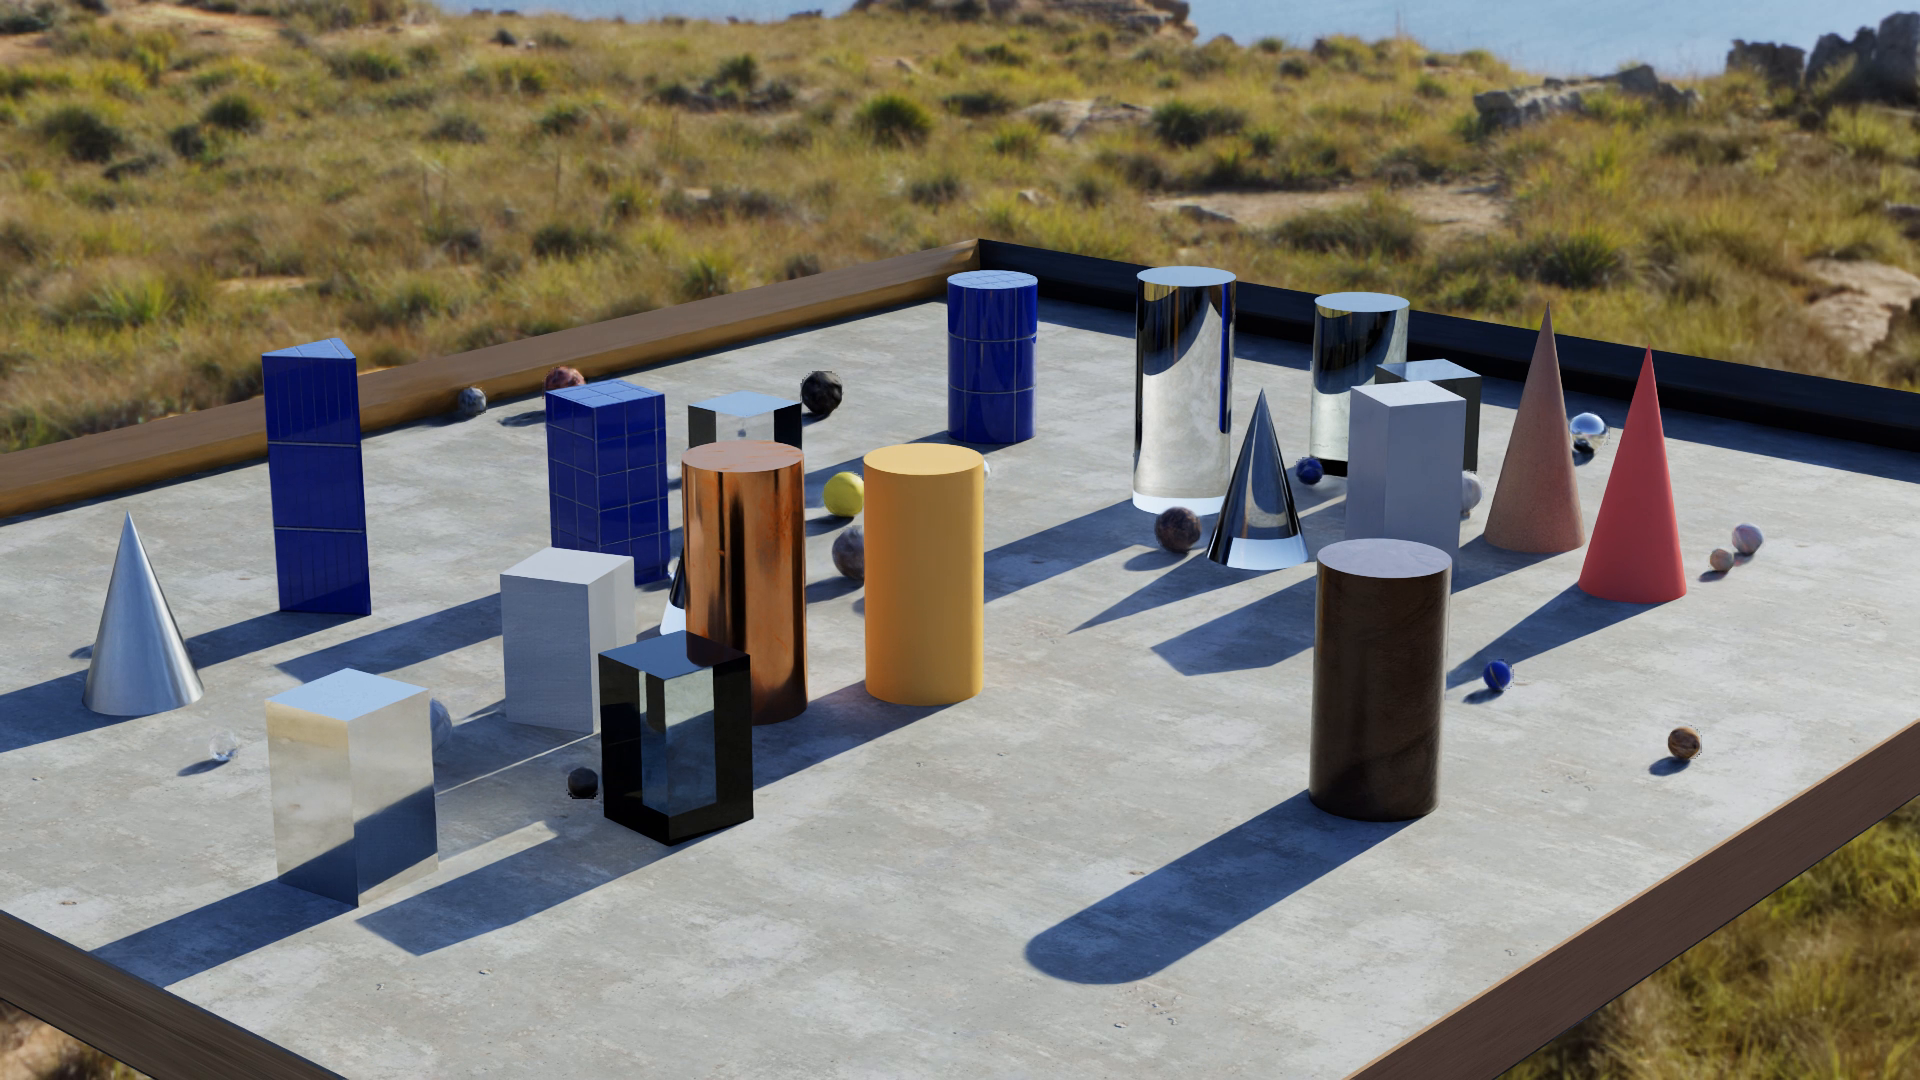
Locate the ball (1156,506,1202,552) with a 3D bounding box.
[{"bbox_3d":[0.401,-0.021,5.362,0.083,0.083,0.083,0,17,0],"label":"ball"}]

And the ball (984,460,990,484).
[{"bbox_3d":[0.026,-0.134,5.762,0.067,0.067,0.067,0,17,0],"label":"ball"}]

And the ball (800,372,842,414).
[{"bbox_3d":[-0.298,-0.318,6.329,0.091,0.091,0.091,0,17,0],"label":"ball"}]

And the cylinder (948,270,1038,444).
[{"bbox_3d":[0.067,-0.383,6.130,0.187,0.330,0.187,0,17,0],"label":"cylinder"}]

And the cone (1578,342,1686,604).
[{"bbox_3d":[1.184,-0.129,5.099,0.187,0.442,0.187,0,17,0],"label":"cone"}]

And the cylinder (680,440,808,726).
[{"bbox_3d":[-0.331,0.065,4.523,0.187,0.403,0.187,0,17,0],"label":"cylinder"}]

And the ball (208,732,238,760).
[{"bbox_3d":[-1.093,0.306,4.350,0.042,0.042,0.042,0,17,0],"label":"ball"}]

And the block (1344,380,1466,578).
[{"bbox_3d":[0.789,-0.102,5.209,0.150,0.327,0.150,-6,18,-18],"label":"block"}]

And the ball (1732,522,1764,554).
[{"bbox_3d":[1.437,-0.003,5.348,0.057,0.057,0.057,0,17,0],"label":"ball"}]

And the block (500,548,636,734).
[{"bbox_3d":[-0.601,0.153,4.519,0.150,0.238,0.150,6,18,20],"label":"block"}]

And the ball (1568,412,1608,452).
[{"bbox_3d":[1.288,-0.220,6.022,0.082,0.082,0.082,0,17,0],"label":"ball"}]

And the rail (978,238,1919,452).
[{"bbox_3d":[1.294,-0.401,6.547,3.342,0.122,0.045,14,22,39],"label":"rail"}]

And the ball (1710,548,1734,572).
[{"bbox_3d":[1.363,0.035,5.245,0.044,0.044,0.044,0,17,0],"label":"ball"}]

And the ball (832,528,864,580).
[{"bbox_3d":[-0.181,0.023,5.199,0.092,0.092,0.092,0,17,0],"label":"ball"}]

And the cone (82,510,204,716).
[{"bbox_3d":[-1.288,0.098,4.582,0.187,0.307,0.187,0,17,0],"label":"cone"}]

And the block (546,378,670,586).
[{"bbox_3d":[-0.621,-0.096,5.172,0.150,0.336,0.150,-14,22,-38],"label":"block"}]

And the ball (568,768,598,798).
[{"bbox_3d":[-0.541,0.348,4.207,0.044,0.044,0.044,0,17,0],"label":"ball"}]

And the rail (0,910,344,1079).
[{"bbox_3d":[-1.294,0.462,3.694,3.342,0.122,0.045,14,22,39],"label":"rail"}]

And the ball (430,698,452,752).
[{"bbox_3d":[-0.802,0.277,4.375,0.084,0.084,0.084,0,17,0],"label":"ball"}]

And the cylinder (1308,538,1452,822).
[{"bbox_3d":[0.595,0.197,4.160,0.187,0.361,0.187,0,17,0],"label":"cylinder"}]

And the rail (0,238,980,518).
[{"bbox_3d":[-1.244,-0.282,6.155,0.045,0.122,3.995,14,22,39],"label":"rail"}]

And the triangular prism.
[{"bbox_3d":[-1.078,-0.110,5.020,0.162,0.451,0.141,3,17,8],"label":"triangular prism"}]

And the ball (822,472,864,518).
[{"bbox_3d":[-0.218,-0.085,5.569,0.086,0.086,0.086,0,17,0],"label":"ball"}]

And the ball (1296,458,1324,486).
[{"bbox_3d":[0.690,-0.135,5.788,0.054,0.054,0.054,0,17,0],"label":"ball"}]

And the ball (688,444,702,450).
[{"bbox_3d":[-0.520,-0.158,5.845,0.066,0.066,0.066,0,17,0],"label":"ball"}]

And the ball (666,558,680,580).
[{"bbox_3d":[-0.498,0.051,5.194,0.042,0.042,0.042,0,17,0],"label":"ball"}]

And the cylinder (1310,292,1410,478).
[{"bbox_3d":[0.800,-0.312,5.884,0.187,0.338,0.187,0,17,0],"label":"cylinder"}]

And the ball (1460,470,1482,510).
[{"bbox_3d":[0.962,-0.094,5.614,0.077,0.077,0.077,0,17,0],"label":"ball"}]

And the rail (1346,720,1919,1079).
[{"bbox_3d":[1.244,0.343,4.087,0.045,0.122,3.995,14,22,39],"label":"rail"}]

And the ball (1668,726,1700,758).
[{"bbox_3d":[1.076,0.301,4.357,0.048,0.048,0.048,0,17,0],"label":"ball"}]

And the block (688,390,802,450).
[{"bbox_3d":[-0.403,-0.144,5.513,0.150,0.231,0.150,14,22,38],"label":"block"}]

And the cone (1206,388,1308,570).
[{"bbox_3d":[0.542,-0.125,5.303,0.187,0.316,0.187,0,17,0],"label":"cone"}]

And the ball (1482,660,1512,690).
[{"bbox_3d":[0.852,0.215,4.647,0.046,0.046,0.046,0,17,0],"label":"ball"}]

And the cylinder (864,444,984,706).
[{"bbox_3d":[-0.057,0.053,4.614,0.187,0.374,0.187,0,17,0],"label":"cylinder"}]

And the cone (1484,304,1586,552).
[{"bbox_3d":[1.067,-0.220,5.381,0.187,0.452,0.187,0,17,0],"label":"cone"}]

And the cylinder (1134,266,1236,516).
[{"bbox_3d":[0.428,-0.286,5.611,0.187,0.446,0.187,0,17,0],"label":"cylinder"}]

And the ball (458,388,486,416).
[{"bbox_3d":[-1.052,-0.298,6.318,0.060,0.060,0.060,0,17,0],"label":"ball"}]

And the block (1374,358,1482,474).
[{"bbox_3d":[0.902,-0.206,5.683,0.150,0.251,0.150,-6,18,-19],"label":"block"}]

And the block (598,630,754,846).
[{"bbox_3d":[-0.397,0.275,4.103,0.150,0.245,0.150,-15,23,-41],"label":"block"}]

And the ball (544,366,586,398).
[{"bbox_3d":[-0.857,-0.329,6.360,0.094,0.094,0.094,0,17,0],"label":"ball"}]

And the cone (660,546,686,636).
[{"bbox_3d":[-0.412,-0.002,4.900,0.187,0.313,0.187,0,17,0],"label":"cone"}]

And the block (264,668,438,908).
[{"bbox_3d":[-0.808,0.327,3.904,0.150,0.260,0.150,11,20,32],"label":"block"}]

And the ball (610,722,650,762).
[{"bbox_3d":[-0.490,0.300,4.344,0.058,0.058,0.058,0,17,0],"label":"ball"}]
